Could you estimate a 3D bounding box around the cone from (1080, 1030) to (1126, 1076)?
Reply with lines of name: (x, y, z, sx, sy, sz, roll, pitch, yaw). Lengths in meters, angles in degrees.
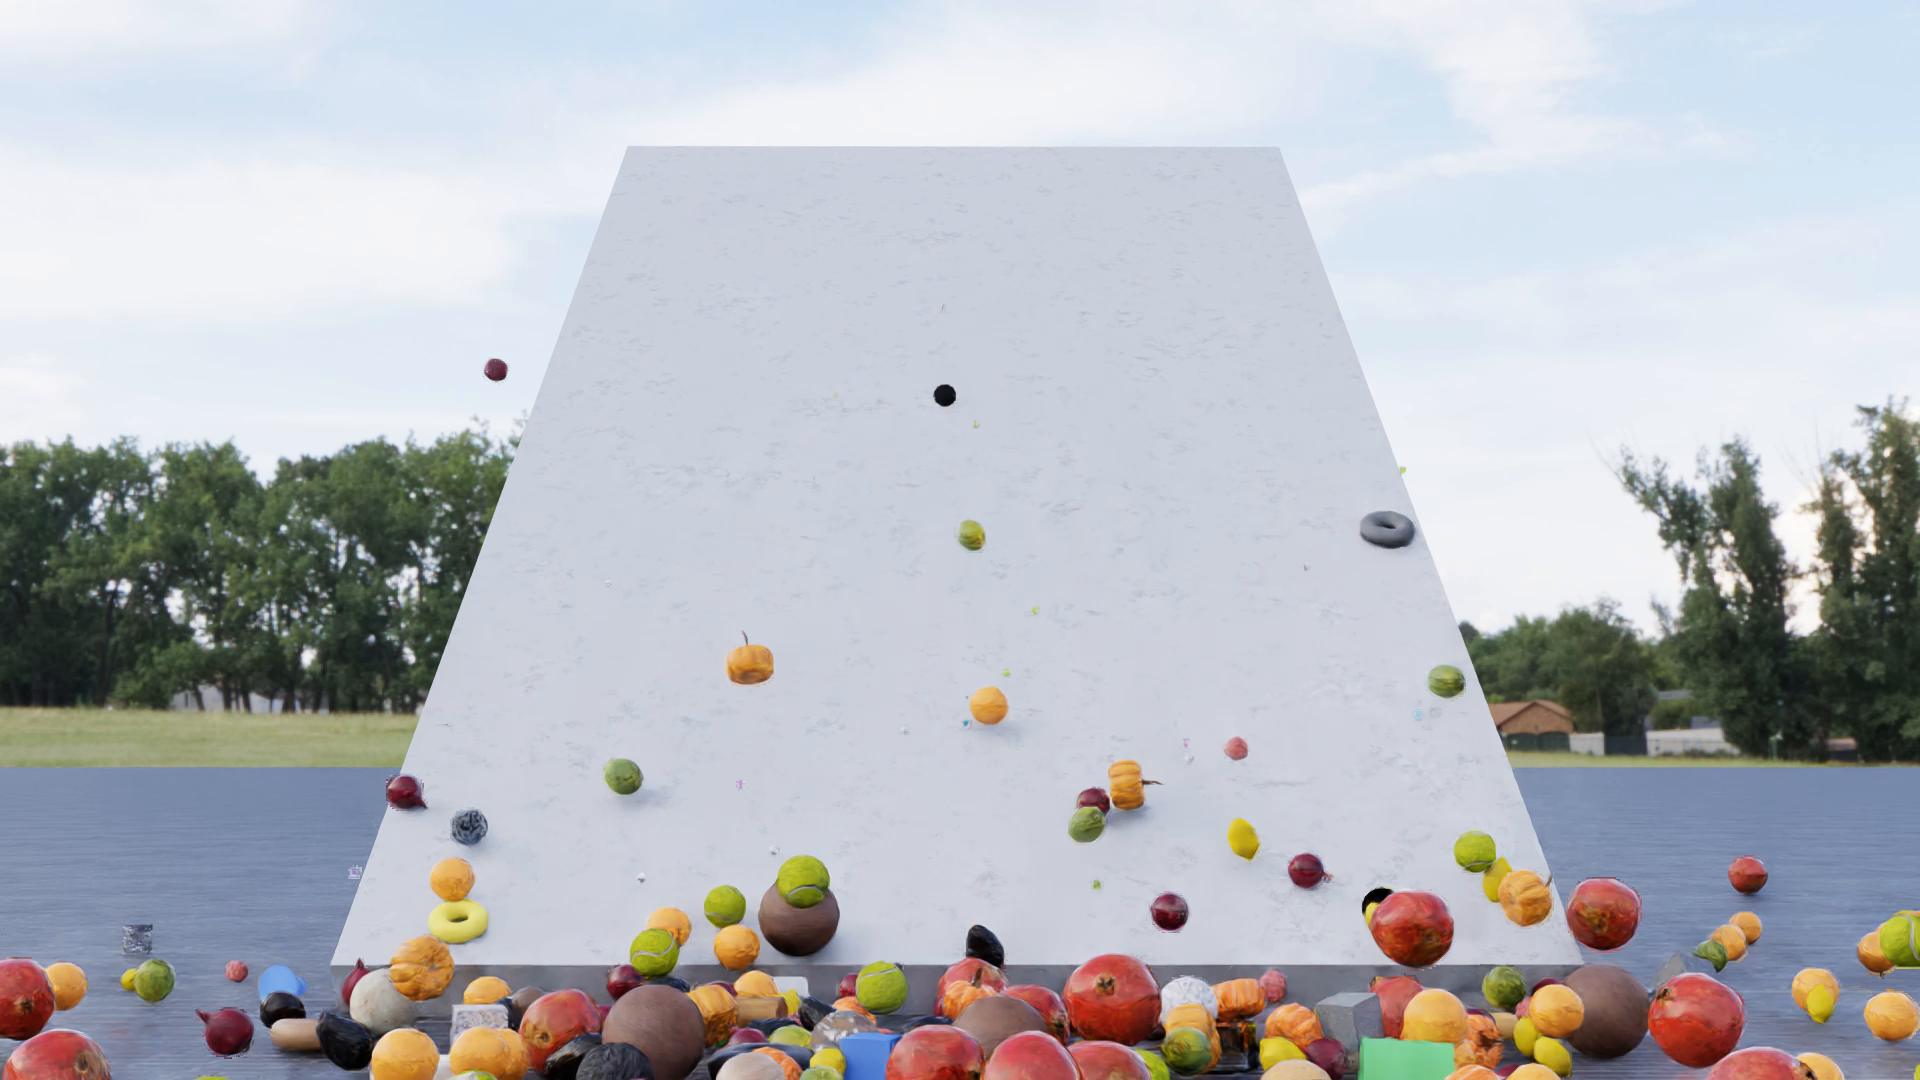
cone: (0.189, 0.685, 3.147, 0.060, 0.060, 0.060, 0, -30, 3)

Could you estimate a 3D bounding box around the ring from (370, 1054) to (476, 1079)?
ring: (-0.663, 0.661, 2.950, 0.128, 0.043, 0.128, 0, -6, 0)

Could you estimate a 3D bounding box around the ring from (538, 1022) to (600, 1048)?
ring: (-0.560, 0.710, 3.424, 0.087, 0.029, 0.087, 5, -2, 0)

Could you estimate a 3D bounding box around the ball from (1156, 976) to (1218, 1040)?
ball: (0.306, 0.629, 3.208, 0.083, 0.083, 0.083, 0, -5, 0)

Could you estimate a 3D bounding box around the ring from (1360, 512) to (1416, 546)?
ring: (0.910, -0.024, 5.083, 0.120, 0.040, 0.120, 1, 28, -1)

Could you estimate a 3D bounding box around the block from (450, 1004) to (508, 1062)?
block: (-0.661, 0.677, 3.281, 0.070, 0.070, 0.070, 1, -5, -16)

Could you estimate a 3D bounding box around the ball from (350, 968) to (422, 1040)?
ball: (-0.818, 0.660, 3.401, 0.100, 0.100, 0.100, 0, -5, 0)

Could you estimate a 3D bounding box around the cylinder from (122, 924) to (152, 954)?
cylinder: (-1.752, 0.849, 5.086, 0.061, 0.061, 0.061, 0, -5, 0)

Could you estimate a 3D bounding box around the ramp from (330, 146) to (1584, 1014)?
ramp: (-0.012, -0.222, 5.594, 2.000, 0.100, 4.000, 0, 28, 0)

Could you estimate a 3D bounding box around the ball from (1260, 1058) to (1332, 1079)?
ball: (0.359, 0.599, 2.547, 0.090, 0.090, 0.090, 0, -5, 0)

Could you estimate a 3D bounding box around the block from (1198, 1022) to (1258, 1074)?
block: (0.352, 0.666, 3.135, 0.061, 0.061, 0.061, -7, -7, 22)

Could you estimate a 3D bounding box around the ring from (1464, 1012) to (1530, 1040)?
ring: (0.795, 0.721, 3.539, 0.095, 0.032, 0.095, -1, -4, 0)

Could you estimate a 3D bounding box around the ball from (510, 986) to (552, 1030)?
ball: (-0.600, 0.655, 3.341, 0.058, 0.058, 0.058, 0, -5, 0)

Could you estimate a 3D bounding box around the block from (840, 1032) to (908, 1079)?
block: (-0.107, 0.651, 2.970, 0.066, 0.066, 0.066, -2, -6, 17)

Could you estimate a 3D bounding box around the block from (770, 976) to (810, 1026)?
block: (-0.260, 0.702, 3.636, 0.052, 0.052, 0.052, 3, 20, -10)

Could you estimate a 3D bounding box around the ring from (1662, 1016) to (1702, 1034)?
ring: (1.077, 0.728, 3.607, 0.087, 0.029, 0.087, 2, -3, 0)

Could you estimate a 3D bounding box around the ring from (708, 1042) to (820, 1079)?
ring: (-0.246, 0.664, 3.009, 0.141, 0.047, 0.141, 1, -4, 0)

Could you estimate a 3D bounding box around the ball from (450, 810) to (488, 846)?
ball: (-0.839, 0.492, 4.084, 0.062, 0.062, 0.062, 0, -5, 0)

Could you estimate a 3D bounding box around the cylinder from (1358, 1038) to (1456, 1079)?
cylinder: (0.488, 0.597, 2.615, 0.098, 0.098, 0.098, 2, -5, 7)

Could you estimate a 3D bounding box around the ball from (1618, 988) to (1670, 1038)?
ball: (0.994, 0.687, 3.473, 0.072, 0.072, 0.072, 0, -5, 0)

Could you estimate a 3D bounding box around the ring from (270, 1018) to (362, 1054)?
ring: (-0.903, 0.695, 3.350, 0.127, 0.042, 0.127, 4, -9, 1)

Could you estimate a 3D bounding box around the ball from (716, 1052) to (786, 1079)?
ball: (-0.234, 0.614, 2.668, 0.083, 0.083, 0.083, 0, -5, 0)

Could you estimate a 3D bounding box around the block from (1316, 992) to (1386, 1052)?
block: (0.516, 0.636, 3.157, 0.060, 0.060, 0.060, -11, 3, -44)

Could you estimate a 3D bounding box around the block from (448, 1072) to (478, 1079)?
block: (-0.493, 0.559, 2.323, 0.052, 0.052, 0.052, -20, 13, 18)

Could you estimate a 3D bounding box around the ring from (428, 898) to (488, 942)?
ring: (-0.815, 0.618, 3.879, 0.098, 0.033, 0.098, 1, 28, -1)

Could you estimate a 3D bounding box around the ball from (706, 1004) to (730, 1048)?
ball: (-0.330, 0.691, 3.392, 0.063, 0.063, 0.063, 0, -5, 0)

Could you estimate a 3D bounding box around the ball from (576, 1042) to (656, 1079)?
ball: (-0.391, 0.614, 2.705, 0.090, 0.090, 0.090, 0, -5, 0)

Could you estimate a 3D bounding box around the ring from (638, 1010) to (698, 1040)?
ring: (-0.431, 0.717, 3.534, 0.089, 0.030, 0.089, 0, 5, 0)

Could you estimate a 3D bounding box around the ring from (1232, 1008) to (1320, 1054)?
ring: (0.447, 0.697, 3.390, 0.133, 0.044, 0.133, -1, 4, 0)

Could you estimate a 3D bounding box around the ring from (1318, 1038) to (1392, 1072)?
ring: (0.534, 0.685, 3.185, 0.112, 0.037, 0.112, -4, -6, 0)

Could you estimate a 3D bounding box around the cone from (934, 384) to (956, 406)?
cone: (-0.041, -0.344, 5.691, 0.054, 0.054, 0.054, 1, 1, -10)

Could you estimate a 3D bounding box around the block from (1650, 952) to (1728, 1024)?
block: (1.069, 0.656, 3.501, 0.066, 0.066, 0.066, 19, 30, -22)
